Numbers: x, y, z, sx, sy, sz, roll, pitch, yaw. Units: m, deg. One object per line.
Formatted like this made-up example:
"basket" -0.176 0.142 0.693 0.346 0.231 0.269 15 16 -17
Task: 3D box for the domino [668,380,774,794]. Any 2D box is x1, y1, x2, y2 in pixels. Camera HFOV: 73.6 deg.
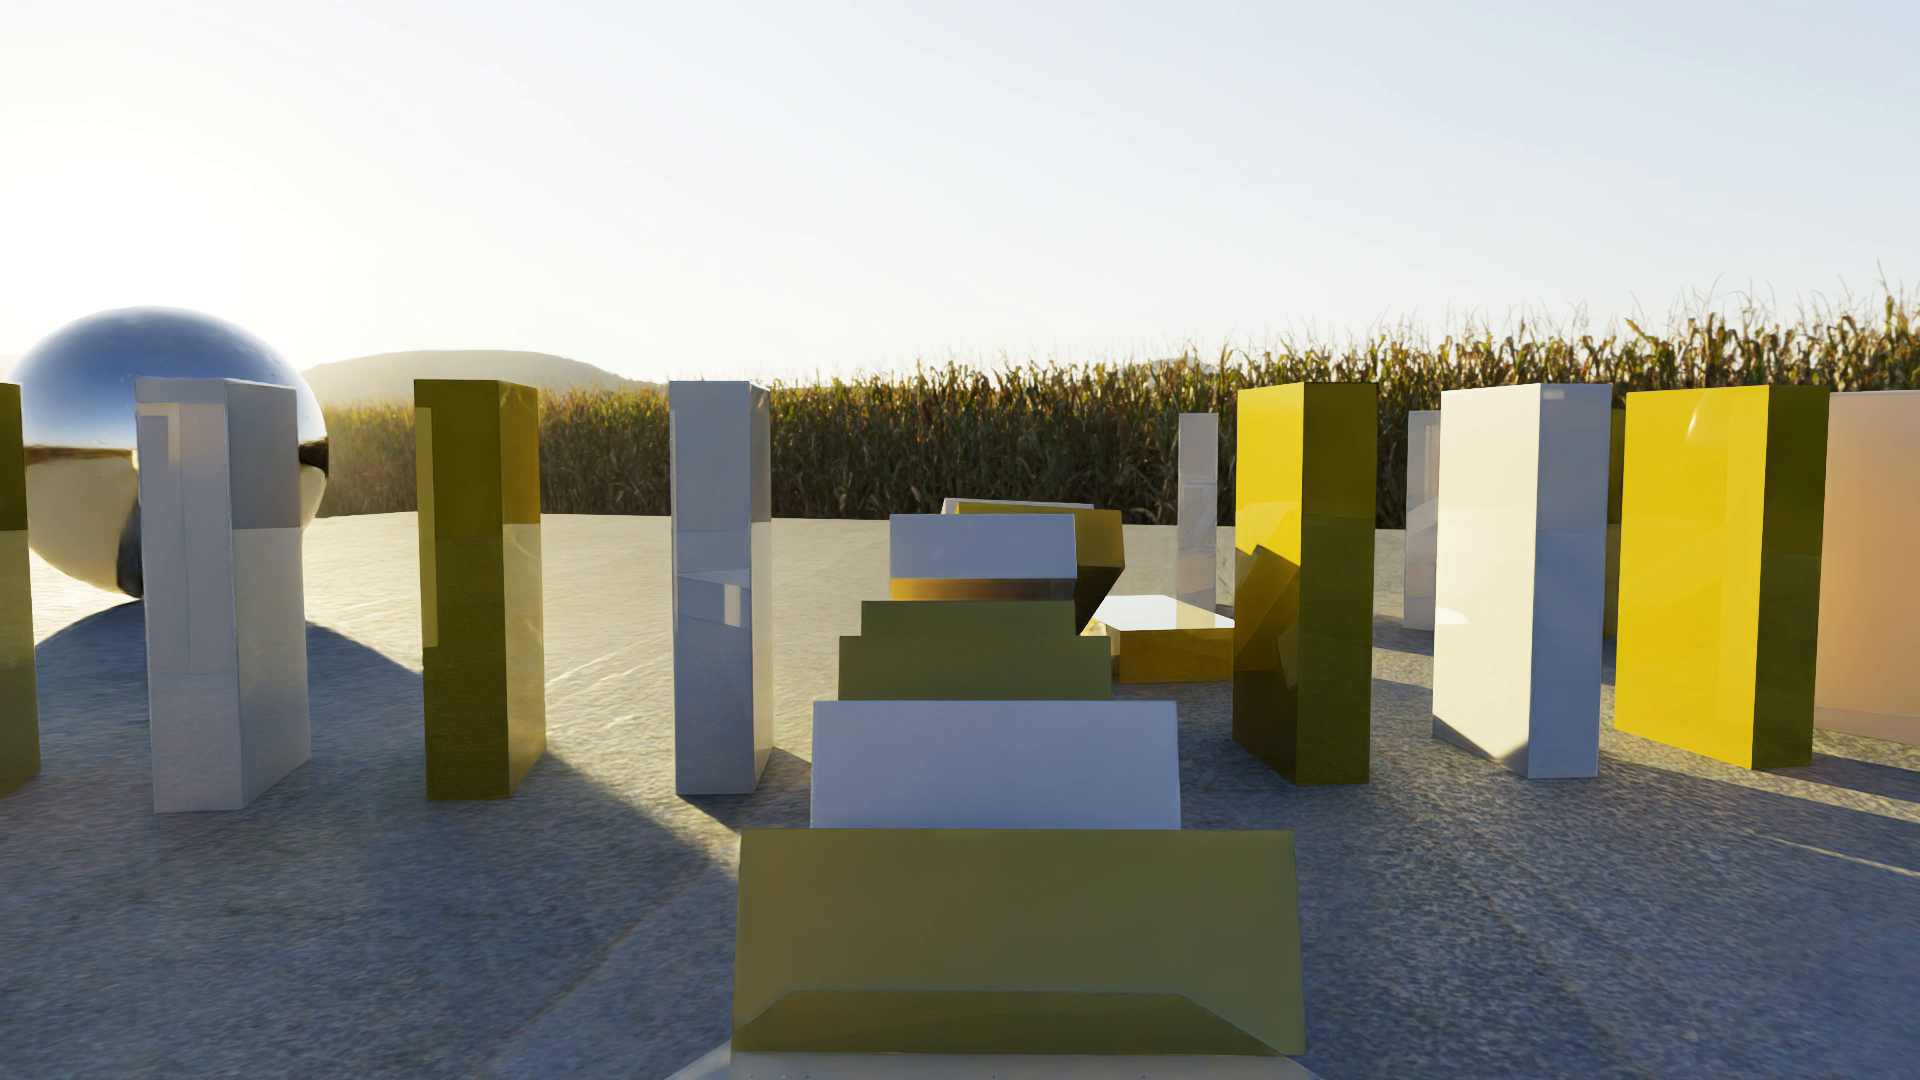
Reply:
"domino" -0.030 0.005 0.167 0.010 0.050 0.025 0 4 -3

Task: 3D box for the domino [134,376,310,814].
"domino" -0.091 0.006 0.159 0.009 0.050 0.025 -1 4 -11

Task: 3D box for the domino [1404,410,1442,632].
"domino" 0.114 -0.005 0.301 0.010 0.050 0.025 4 6 40

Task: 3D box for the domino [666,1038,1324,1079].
"domino" 0.002 0.026 0.051 0.025 0.009 0.050 0 -15 1

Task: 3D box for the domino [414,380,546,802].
"domino" -0.061 0.005 0.164 0.010 0.050 0.025 -1 4 -8

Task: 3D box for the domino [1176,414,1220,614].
"domino" 0.061 -0.007 0.329 0.010 0.050 0.025 1 4 12

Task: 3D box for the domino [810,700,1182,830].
"domino" 0.002 0.022 0.111 0.025 0.009 0.050 0 -14 0

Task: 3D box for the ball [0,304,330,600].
"ball" -0.216 -0.024 0.349 0.080 0.080 0.080 0 4 0

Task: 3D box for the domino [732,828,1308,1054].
"domino" 0.003 0.024 0.081 0.025 0.009 0.050 0 -15 1

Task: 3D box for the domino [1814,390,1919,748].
"domino" 0.133 0.003 0.190 0.010 0.050 0.025 -3 5 -31

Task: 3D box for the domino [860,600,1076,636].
"domino" 0.001 0.017 0.174 0.025 0.010 0.050 0 -13 -1

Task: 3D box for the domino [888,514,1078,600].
"domino" 0.003 0.011 0.195 0.025 0.009 0.050 0 -25 -1

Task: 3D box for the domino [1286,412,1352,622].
"domino" 0.089 -0.006 0.318 0.010 0.050 0.025 2 5 29

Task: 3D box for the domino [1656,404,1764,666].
"domino" 0.152 -0.002 0.254 0.025 0.050 0.010 -2 5 -25

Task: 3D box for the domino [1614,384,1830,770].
"domino" 0.105 0.004 0.179 0.010 0.050 0.025 -1 4 -13

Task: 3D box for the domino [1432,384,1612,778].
"domino" 0.075 0.004 0.174 0.009 0.050 0.025 -1 4 -7

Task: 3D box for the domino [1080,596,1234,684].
"domino" 0.036 0.019 0.254 0.025 0.010 0.050 -1 4 -10

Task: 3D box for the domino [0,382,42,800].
"domino" -0.120 0.006 0.152 0.009 0.050 0.025 -2 5 -19

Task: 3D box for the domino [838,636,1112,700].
"domino" 0.001 0.020 0.141 0.025 0.010 0.050 0 -14 0

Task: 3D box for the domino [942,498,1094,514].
"domino" 0.007 0.008 0.234 0.025 0.009 0.050 2 -25 -7

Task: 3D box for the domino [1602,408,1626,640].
"domino" 0.136 -0.003 0.280 0.025 0.050 0.010 -4 6 -39

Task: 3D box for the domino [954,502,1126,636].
"domino" 0.008 0.010 0.214 0.025 0.009 0.050 3 -25 -8

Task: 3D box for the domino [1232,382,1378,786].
"domino" 0.045 0.005 0.171 0.010 0.050 0.025 0 4 -6
